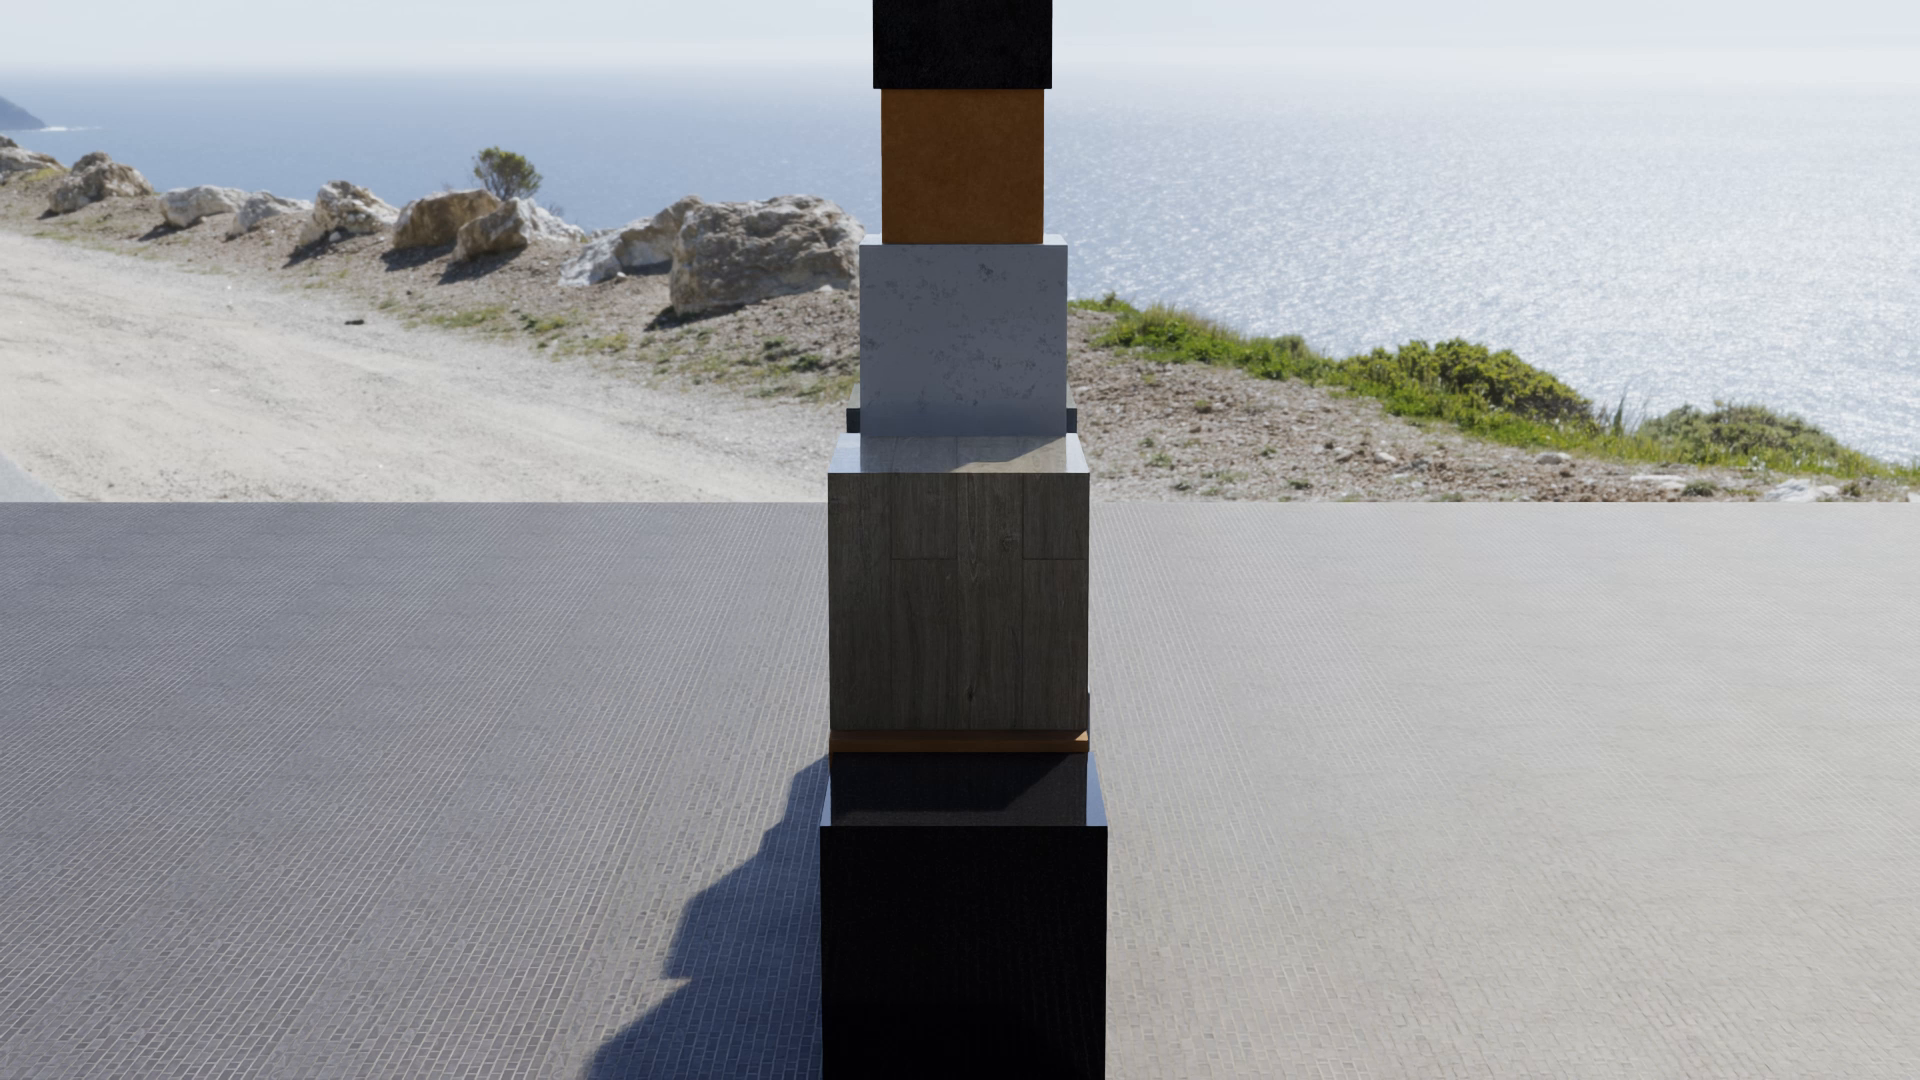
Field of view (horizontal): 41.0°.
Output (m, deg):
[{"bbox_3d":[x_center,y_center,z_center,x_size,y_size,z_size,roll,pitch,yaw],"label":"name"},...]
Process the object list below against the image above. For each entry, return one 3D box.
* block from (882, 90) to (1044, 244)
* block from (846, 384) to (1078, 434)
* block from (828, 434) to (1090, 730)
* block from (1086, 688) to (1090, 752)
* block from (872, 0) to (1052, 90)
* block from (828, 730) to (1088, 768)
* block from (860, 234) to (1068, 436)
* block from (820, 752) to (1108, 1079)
[{"bbox_3d":[0.011,-1.597,10.902,0.671,0.631,0.631,0,10,0],"label":"block"},{"bbox_3d":[0.008,-0.198,12.104,1.040,0.976,0.936,0,10,0],"label":"block"},{"bbox_3d":[-0.005,0.141,10.320,0.992,1.001,1.080,0,10,0],"label":"block"},{"bbox_3d":[0.009,1.018,11.243,1.062,0.975,1.051,0,10,0],"label":"block"},{"bbox_3d":[0.011,-2.258,10.785,0.734,0.713,0.679,0,10,0],"label":"block"},{"bbox_3d":[-0.005,1.176,10.261,0.982,1.015,0.918,0,10,0],"label":"block"},{"bbox_3d":[0.014,-0.893,11.023,0.857,0.791,0.836,0,10,0],"label":"block"},{"bbox_3d":[0.014,1.368,9.326,0.983,0.972,0.971,0,10,0],"label":"block"}]
